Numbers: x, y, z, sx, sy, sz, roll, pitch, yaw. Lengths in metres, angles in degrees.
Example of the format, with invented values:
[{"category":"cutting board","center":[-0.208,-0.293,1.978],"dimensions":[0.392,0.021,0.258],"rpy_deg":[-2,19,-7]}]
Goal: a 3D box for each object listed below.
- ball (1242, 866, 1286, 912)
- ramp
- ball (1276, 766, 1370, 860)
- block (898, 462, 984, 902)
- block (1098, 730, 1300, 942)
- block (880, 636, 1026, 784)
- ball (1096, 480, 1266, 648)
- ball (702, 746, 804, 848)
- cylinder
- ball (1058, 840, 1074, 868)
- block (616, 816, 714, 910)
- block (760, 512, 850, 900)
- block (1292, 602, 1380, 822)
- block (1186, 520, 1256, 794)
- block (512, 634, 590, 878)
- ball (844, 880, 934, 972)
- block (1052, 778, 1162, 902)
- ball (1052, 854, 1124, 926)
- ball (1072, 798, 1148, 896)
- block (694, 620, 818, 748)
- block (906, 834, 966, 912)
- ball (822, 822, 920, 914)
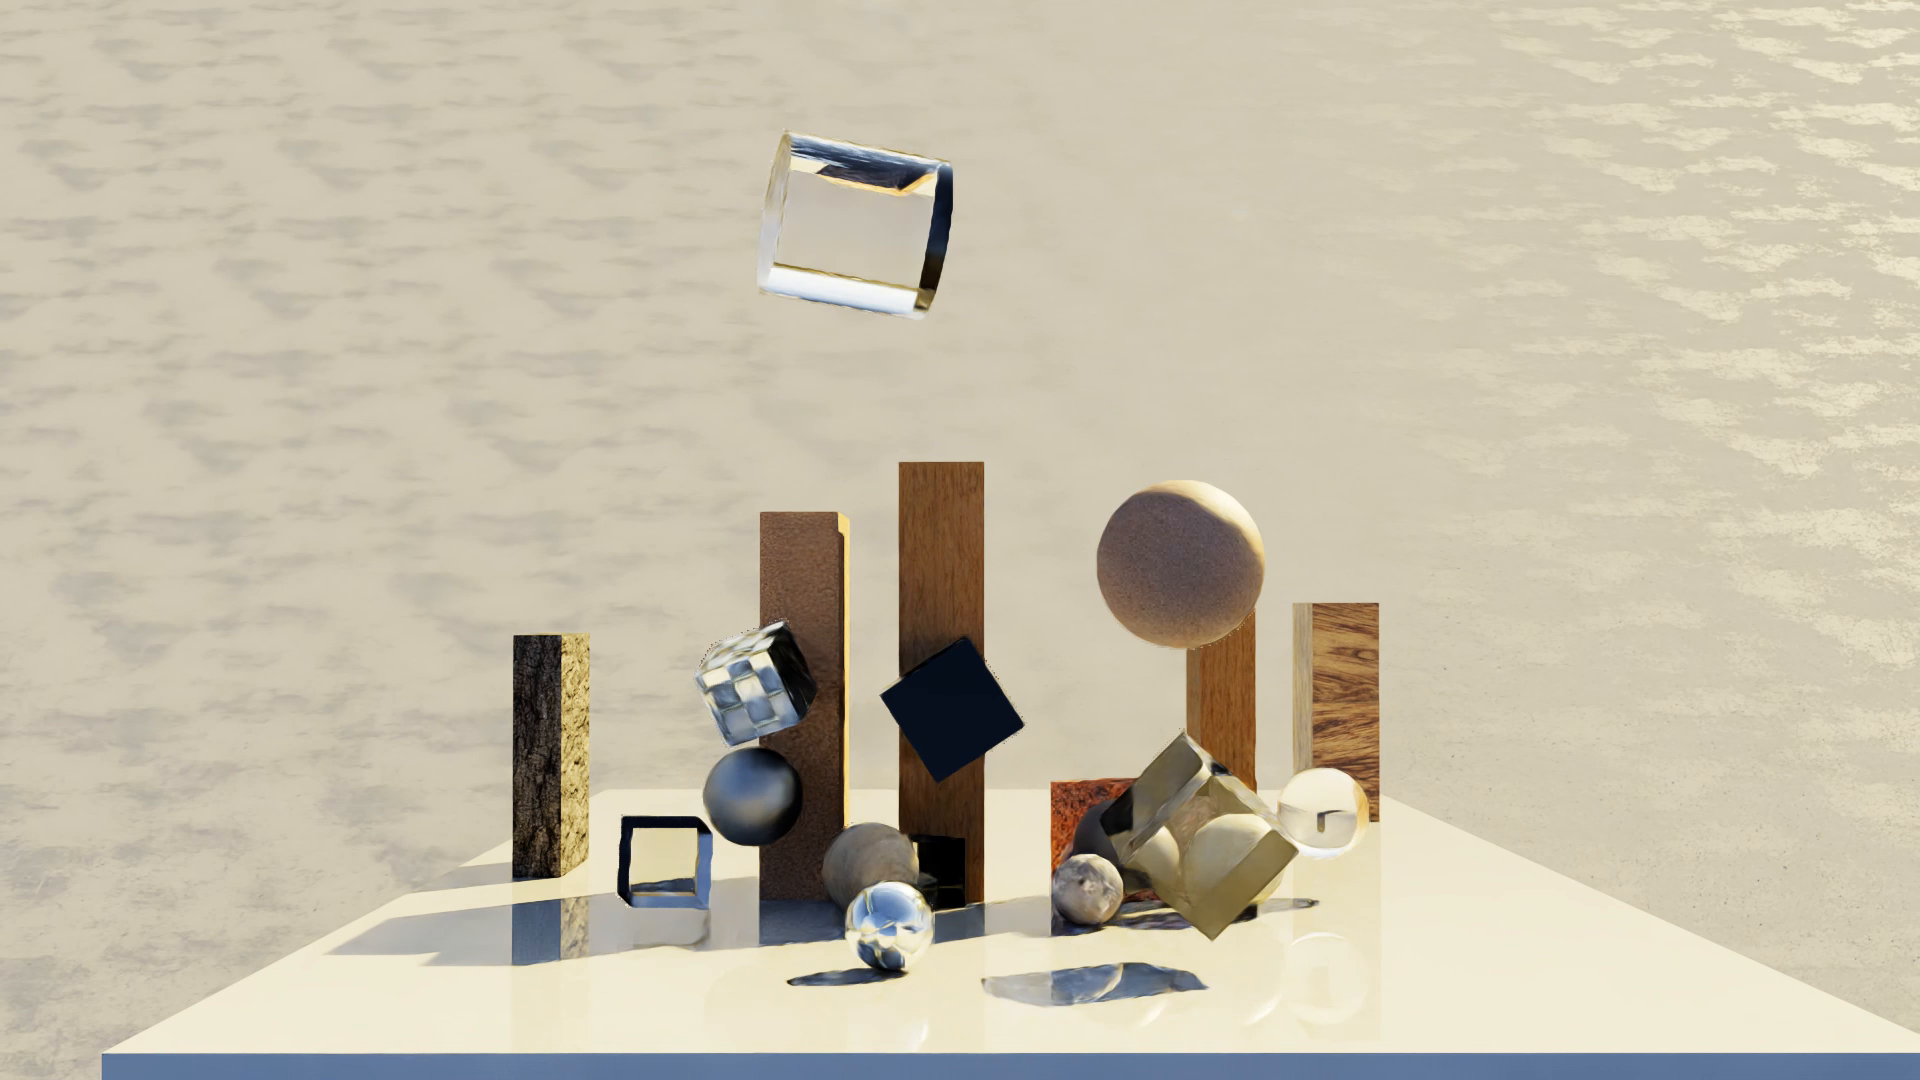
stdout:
[{"category":"ball","center":[0.424,0.495,4.074],"dimensions":[0.179,0.179,0.179],"rpy_deg":[0,34,0]},{"category":"ramp","center":[0.075,0.652,4.793],"dimensions":[2.000,0.100,4.000],"rpy_deg":[0,-1,0]},{"category":"ball","center":[0.602,0.454,4.306],"dimensions":[0.154,0.154,0.154],"rpy_deg":[0,34,0]},{"category":"block","center":[-0.030,0.235,4.409],"dimensions":[0.140,0.716,0.372],"rpy_deg":[0,-1,0]},{"category":"block","center":[0.319,0.397,3.491],"dimensions":[0.168,0.168,0.168],"rpy_deg":[-47,17,6]},{"category":"block","center":[-0.014,0.268,4.139],"dimensions":[0.166,0.166,0.166],"rpy_deg":[-33,0,-2]},{"category":"ball","center":[0.225,0.024,2.642],"dimensions":[0.172,0.172,0.172],"rpy_deg":[0,34,0]},{"category":"ball","center":[-0.332,0.412,4.165],"dimensions":[0.161,0.161,0.161],"rpy_deg":[0,34,0]},{"category":"cylinder","center":[-0.120,-0.354,2.926],"dimensions":[0.184,0.184,0.184],"rpy_deg":[9,32,-12]},{"category":"ball","center":[0.213,0.530,4.168],"dimensions":[0.113,0.113,0.113],"rpy_deg":[0,34,0]},{"category":"block","center":[-0.463,0.507,4.080],"dimensions":[0.122,0.122,0.122],"rpy_deg":[0,70,6]},{"category":"block","center":[-0.264,0.276,4.462],"dimensions":[0.129,0.635,0.426],"rpy_deg":[0,-1,0]},{"category":"block","center":[0.860,0.388,5.958],"dimensions":[0.149,0.487,0.346],"rpy_deg":[0,-1,0]},{"category":"block","center":[0.448,0.282,4.468],"dimensions":[0.093,0.624,0.266],"rpy_deg":[0,-1,0]},{"category":"block","center":[-0.750,0.387,4.773],"dimensions":[0.086,0.429,0.348],"rpy_deg":[0,-1,0]},{"category":"ball","center":[-0.093,0.509,3.425],"dimensions":[0.119,0.119,0.119],"rpy_deg":[0,34,0]},{"category":"block","center":[0.283,0.497,4.328],"dimensions":[0.186,0.186,0.186],"rpy_deg":[1,-2,-36]},{"category":"ball","center":[0.191,0.525,3.895],"dimensions":[0.108,0.108,0.108],"rpy_deg":[0,34,0]},{"category":"ball","center":[0.252,0.478,4.052],"dimensions":[0.152,0.152,0.152],"rpy_deg":[0,34,0]},{"category":"block","center":[-0.324,0.230,4.157],"dimensions":[0.130,0.130,0.130],"rpy_deg":[-20,16,16]},{"category":"block","center":[-0.069,0.531,4.138],"dimensions":[0.110,0.110,0.110],"rpy_deg":[1,-2,-43]},{"category":"ball","center":[-0.136,0.507,3.968],"dimensions":[0.150,0.150,0.150],"rpy_deg":[0,34,0]}]
